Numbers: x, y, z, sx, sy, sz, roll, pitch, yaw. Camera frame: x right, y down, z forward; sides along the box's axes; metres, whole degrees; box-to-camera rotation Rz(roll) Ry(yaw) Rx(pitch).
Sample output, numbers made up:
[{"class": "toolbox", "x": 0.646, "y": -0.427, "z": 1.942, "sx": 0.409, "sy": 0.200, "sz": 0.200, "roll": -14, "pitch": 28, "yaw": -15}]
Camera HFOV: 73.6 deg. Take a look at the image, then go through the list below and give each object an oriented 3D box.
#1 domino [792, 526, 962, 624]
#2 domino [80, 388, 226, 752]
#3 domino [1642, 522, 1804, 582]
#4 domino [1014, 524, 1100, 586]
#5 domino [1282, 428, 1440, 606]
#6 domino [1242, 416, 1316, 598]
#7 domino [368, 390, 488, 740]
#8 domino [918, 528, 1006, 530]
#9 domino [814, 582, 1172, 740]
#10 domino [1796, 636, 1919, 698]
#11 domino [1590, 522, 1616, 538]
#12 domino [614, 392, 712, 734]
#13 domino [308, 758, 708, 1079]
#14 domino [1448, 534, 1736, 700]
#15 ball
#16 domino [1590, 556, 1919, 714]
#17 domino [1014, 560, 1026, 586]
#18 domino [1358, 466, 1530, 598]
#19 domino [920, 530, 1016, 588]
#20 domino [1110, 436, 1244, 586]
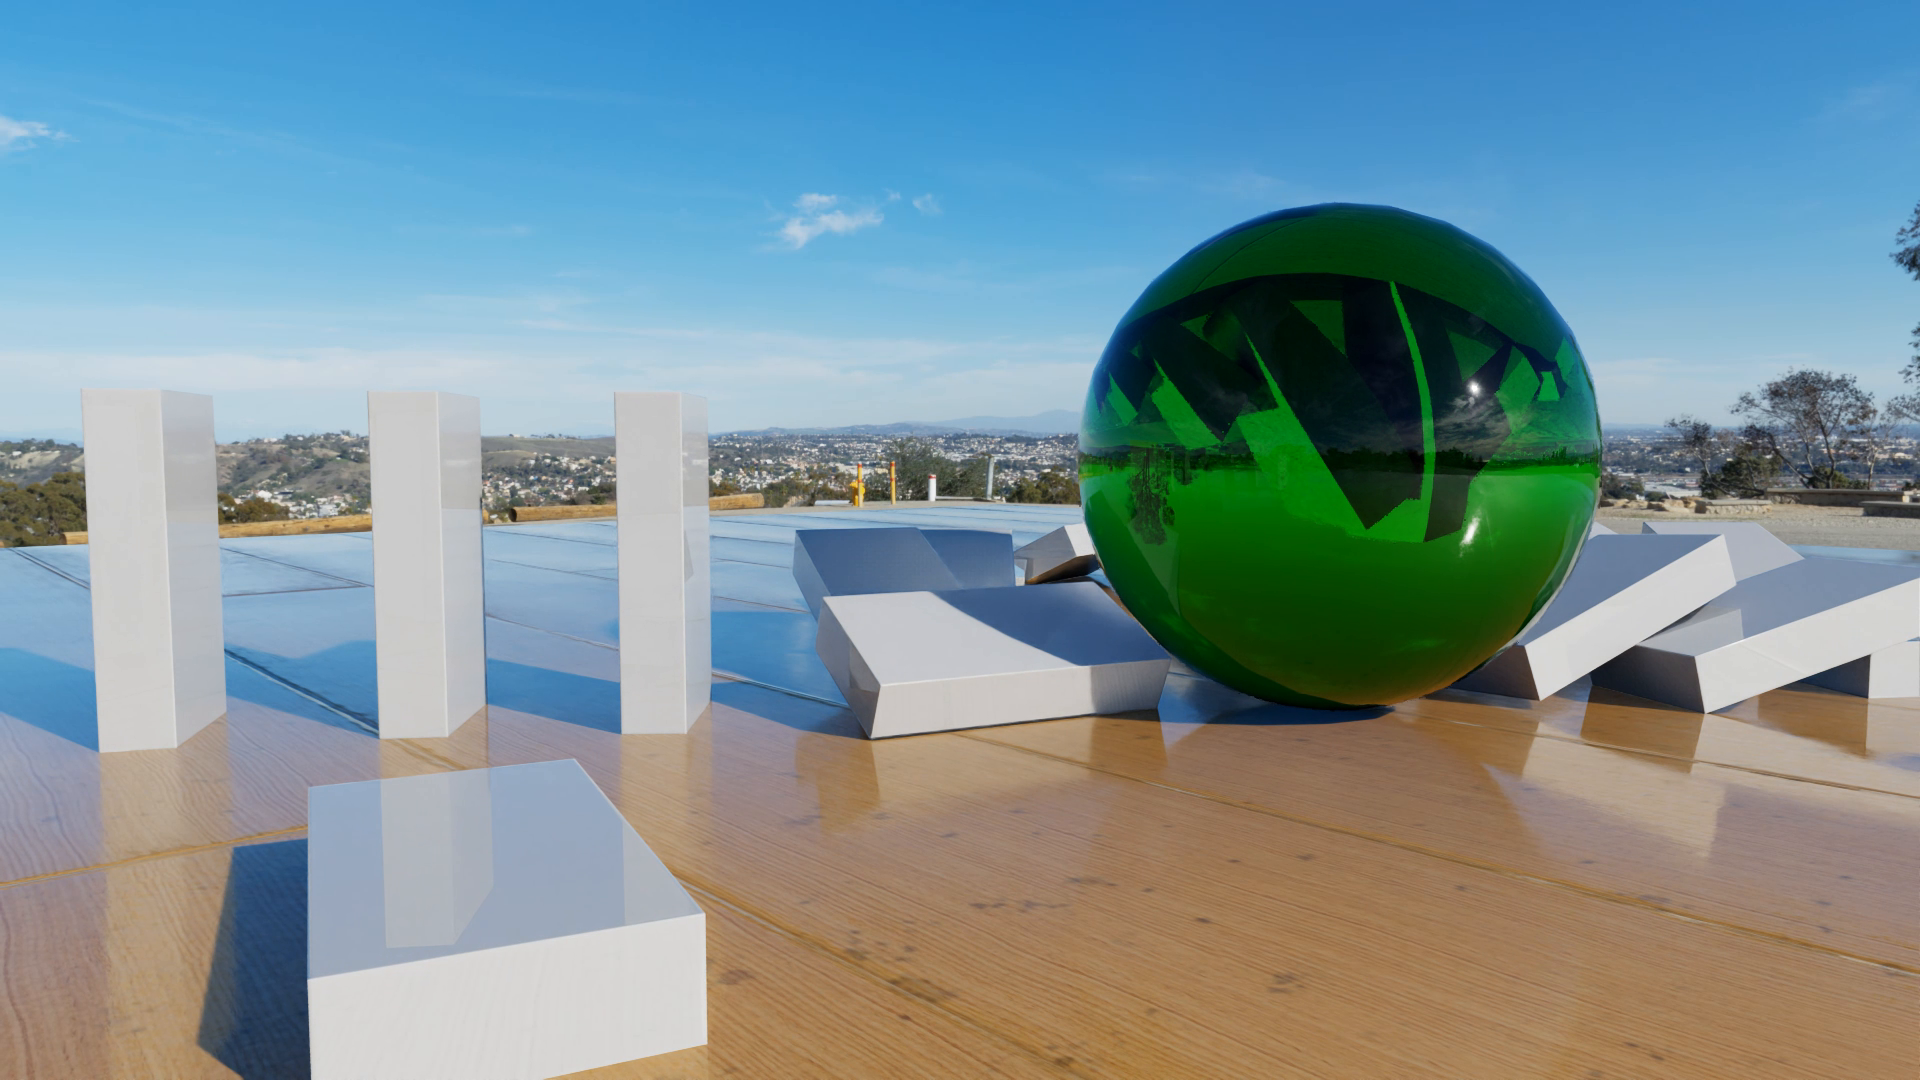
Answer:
[{"class": "domino", "x": -0.013, "y": 0.012, "z": 0.236, "sx": 0.025, "sy": 0.010, "sz": 0.050, "roll": -2, "pitch": 24, "yaw": -20}, {"class": "domino", "x": -0.118, "y": 0.003, "z": 0.188, "sx": 0.010, "sy": 0.050, "sz": 0.025, "roll": -1, "pitch": 4, "yaw": -15}, {"class": "domino", "x": 0.170, "y": 0.010, "z": 0.277, "sx": 0.025, "sy": 0.009, "sz": 0.050, "roll": 0, "pitch": 22, "yaw": 5}, {"class": "domino", "x": 0.035, "y": 0.004, "z": 0.389, "sx": 0.025, "sy": 0.010, "sz": 0.050, "roll": -28, "pitch": -11, "yaw": 31}, {"class": "domino", "x": 0.110, "y": -0.007, "z": 0.351, "sx": 0.025, "sy": 0.050, "sz": 0.010, "roll": -5, "pitch": -27, "yaw": -50}, {"class": "domino", "x": 0.090, "y": -0.010, "z": 0.363, "sx": 0.009, "sy": 0.050, "sz": 0.025, "roll": 3, "pitch": 5, "yaw": 40}, {"class": "domino", "x": -0.081, "y": 0.003, "z": 0.196, "sx": 0.010, "sy": 0.050, "sz": 0.025, "roll": -1, "pitch": 4, "yaw": -7}, {"class": "domino", "x": -0.001, "y": 0.009, "z": 0.303, "sx": 0.025, "sy": 0.010, "sz": 0.050, "roll": 0, "pitch": 18, "yaw": 1}, {"class": "domino", "x": 0.005, "y": 0.018, "z": 0.203, "sx": 0.050, "sy": 0.009, "sz": 0.025, "roll": -2, "pitch": 28, "yaw": -27}, {"class": "domino", "x": 0.175, "y": 0.021, "z": 0.229, "sx": 0.050, "sy": 0.009, "sz": 0.025, "roll": 0, "pitch": 4, "yaw": -6}, {"class": "domino", "x": 0.152, "y": 0.005, "z": 0.310, "sx": 0.025, "sy": 0.010, "sz": 0.050, "roll": -2, "pitch": 28, "yaw": -27}, {"class": "domino", "x": -0.045, "y": 0.003, "z": 0.199, "sx": 0.009, "sy": 0.050, "sz": 0.025, "roll": 0, "pitch": 4, "yaw": -2}, {"class": "domino", "x": -0.040, "y": 0.030, "z": 0.107, "sx": 0.025, "sy": 0.010, "sz": 0.050, "roll": -2, "pitch": 5, "yaw": -27}, {"class": "domino", "x": 0.107, "y": 0.012, "z": 0.225, "sx": 0.050, "sy": 0.009, "sz": 0.025, "roll": -23, "pitch": 9, "yaw": -22}, {"class": "ball", "x": 0.059, "y": -0.013, "z": 0.206, "sx": 0.080, "sy": 0.080, "sz": 0.080, "roll": 0, "pitch": 4, "yaw": 0}, {"class": "domino", "x": 0.137, "y": 0.015, "z": 0.219, "sx": 0.050, "sy": 0.010, "sz": 0.025, "roll": -16, "pitch": 8, "yaw": -12}, {"class": "domino", "x": 0.005, "y": 0.012, "z": 0.344, "sx": 0.025, "sy": 0.010, "sz": 0.050, "roll": 0, "pitch": 4, "yaw": 4}, {"class": "domino", "x": 0.131, "y": -0.001, "z": 0.334, "sx": 0.025, "sy": 0.009, "sz": 0.050, "roll": -4, "pitch": 40, "yaw": -40}, {"class": "domino", "x": -0.001, "y": 0.011, "z": 0.269, "sx": 0.025, "sy": 0.010, "sz": 0.050, "roll": 0, "pitch": 21, "yaw": 1}, {"class": "domino", "x": 0.067, "y": -0.009, "z": 0.379, "sx": 0.050, "sy": 0.009, "sz": 0.025, "roll": -37, "pitch": -19, "yaw": -4}]
